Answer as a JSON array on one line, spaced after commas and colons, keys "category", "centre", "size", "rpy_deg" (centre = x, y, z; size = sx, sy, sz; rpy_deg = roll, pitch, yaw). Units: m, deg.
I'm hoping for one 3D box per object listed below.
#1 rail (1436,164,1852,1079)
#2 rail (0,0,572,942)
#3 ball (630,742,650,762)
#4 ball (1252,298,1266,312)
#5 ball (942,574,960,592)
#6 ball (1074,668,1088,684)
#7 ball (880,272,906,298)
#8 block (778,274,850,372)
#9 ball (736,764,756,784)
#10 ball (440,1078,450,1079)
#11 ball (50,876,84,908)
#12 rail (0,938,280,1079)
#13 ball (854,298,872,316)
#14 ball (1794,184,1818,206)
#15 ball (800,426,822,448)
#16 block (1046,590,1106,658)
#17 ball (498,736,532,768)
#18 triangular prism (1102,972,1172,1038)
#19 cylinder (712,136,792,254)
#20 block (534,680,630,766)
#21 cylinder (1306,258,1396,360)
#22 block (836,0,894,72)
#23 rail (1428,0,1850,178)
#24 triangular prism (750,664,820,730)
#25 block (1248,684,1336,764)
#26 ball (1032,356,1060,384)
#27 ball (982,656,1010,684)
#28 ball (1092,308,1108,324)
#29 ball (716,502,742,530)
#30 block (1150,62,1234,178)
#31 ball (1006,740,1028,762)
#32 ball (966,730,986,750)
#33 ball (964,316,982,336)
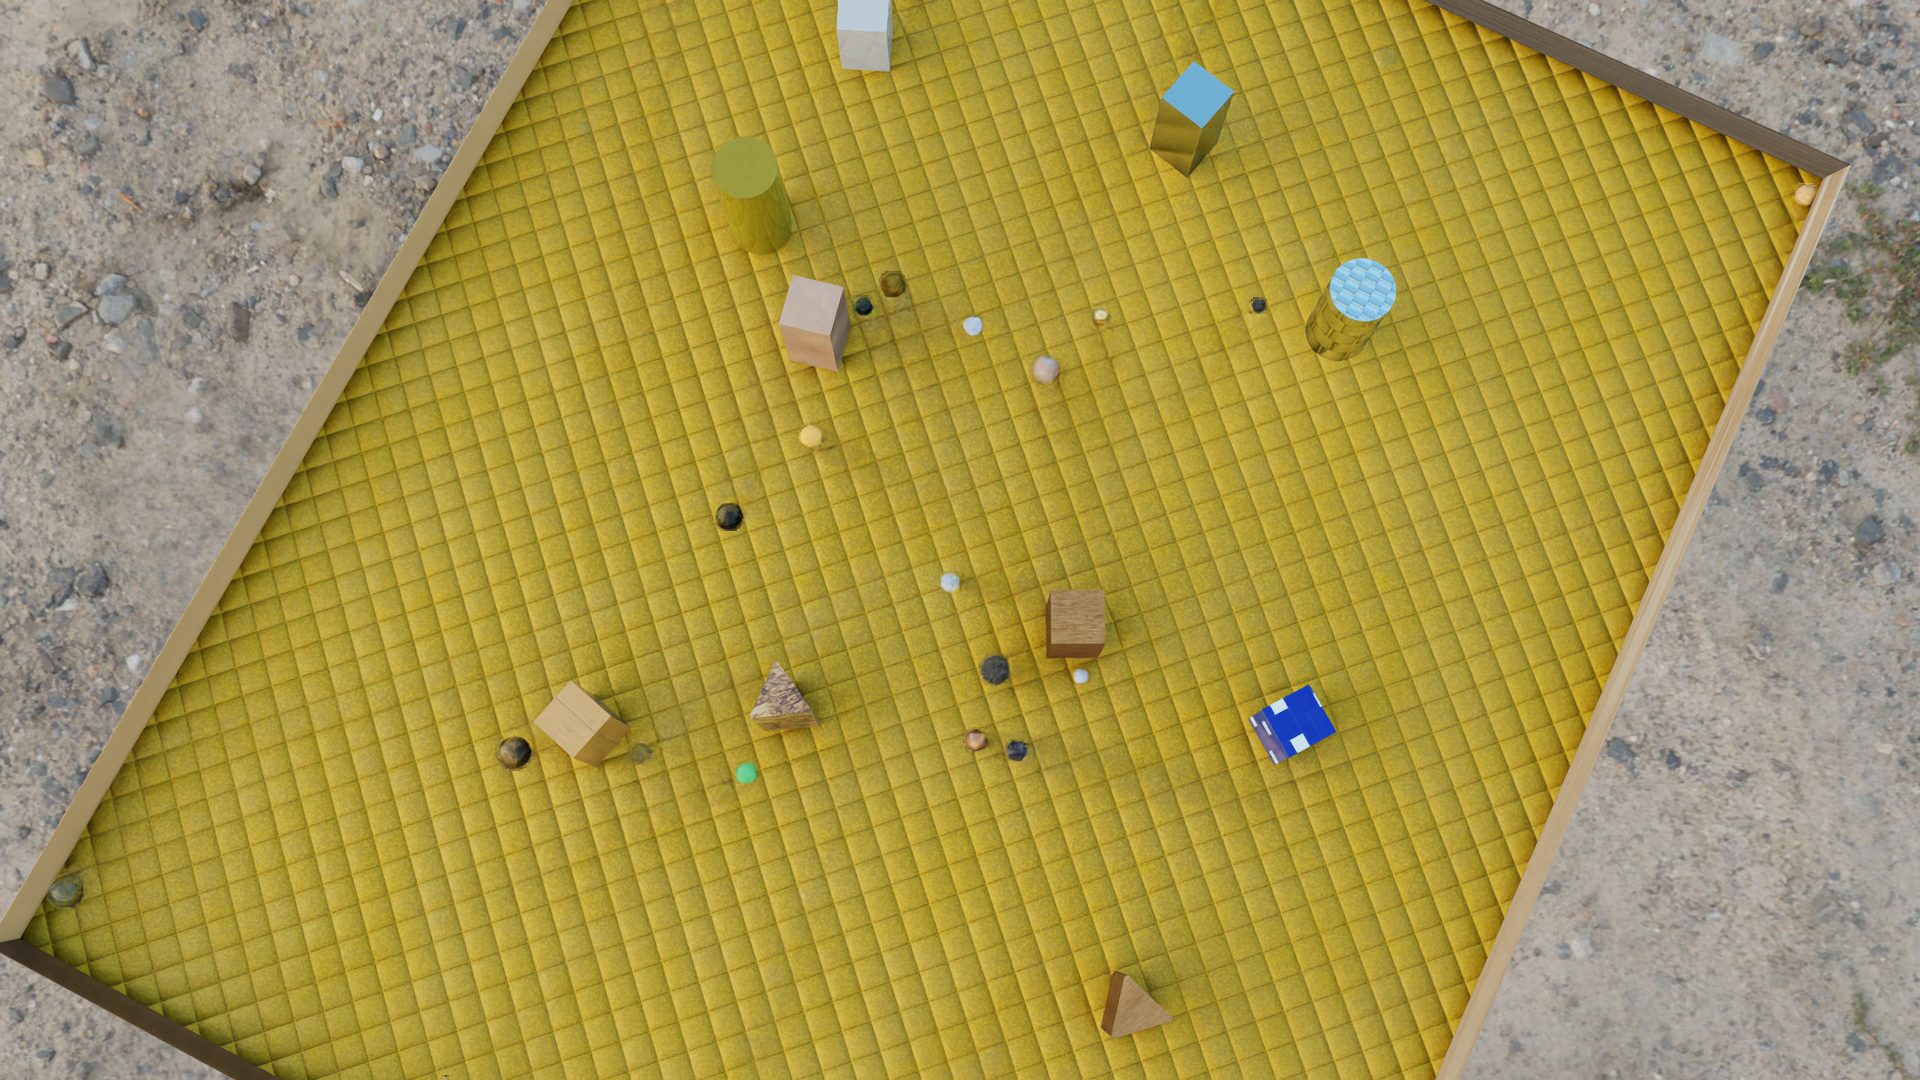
[{"category": "rail", "centre": [1.732, 0.855, 5.374], "size": [0.045, 0.126, 4.628], "rpy_deg": [26, 80, 5]}, {"category": "rail", "centre": [-1.732, -0.842, 5.725], "size": [0.045, 0.126, 4.628], "rpy_deg": [26, 80, 5]}, {"category": "ball", "centre": [-0.952, 0.633, 5.455], "size": [0.060, 0.060, 0.060], "rpy_deg": [0, 78, 0]}, {"category": "ball", "centre": [0.938, -0.735, 5.746], "size": [0.044, 0.044, 0.044], "rpy_deg": [0, 78, 0]}, {"category": "ball", "centre": [-0.028, 0.129, 5.561], "size": [0.057, 0.057, 0.057], "rpy_deg": [0, 78, 0]}, {"category": "ball", "centre": [0.363, 0.409, 5.509], "size": [0.046, 0.046, 0.046], "rpy_deg": [0, 78, 0]}, {"category": "ball", "centre": [-0.210, -0.797, 5.741], "size": [0.079, 0.079, 0.079], "rpy_deg": [0, 78, 0]}, {"category": "block", "centre": [-0.438, -0.654, 5.568], "size": [0.156, 0.361, 0.156], "rpy_deg": [14, 79, 3]}, {"category": "ball", "centre": [-0.636, 0.694, 5.441], "size": [0.062, 0.062, 0.062], "rpy_deg": [0, 78, 0]}, {"category": "ball", "centre": [-1.476, 1.584, 5.246], "size": [0.084, 0.084, 0.084], "rpy_deg": [0, 78, 0]}, {"category": "ball", "centre": [-2.612, 1.028, 5.357], "size": [0.092, 0.092, 0.092], "rpy_deg": [0, 78, 0]}, {"category": "rail", "centre": [-1.024, 2.013, 5.135], "size": [3.921, 0.126, 0.045], "rpy_deg": [26, 80, 5]}, {"category": "ball", "centre": [-0.302, -0.731, 5.739], "size": [0.057, 0.057, 0.057], "rpy_deg": [0, 78, 0]}, {"category": "ball", "centre": [2.681, -1.092, 5.809], "size": [0.066, 0.066, 0.066], "rpy_deg": [0, 78, 0]}, {"category": "ball", "centre": [-0.459, -0.320, 5.648], "size": [0.068, 0.068, 0.068], "rpy_deg": [0, 78, 0]}, {"category": "block", "centre": [0.339, 0.251, 5.413], "size": [0.156, 0.298, 0.156], "rpy_deg": [0, 78, 0]}, {"category": "ball", "centre": [-1.321, 0.630, 5.436], "size": [0.097, 0.097, 0.097], "rpy_deg": [0, 78, 0]}, {"category": "triangular prism", "centre": [0.472, 1.290, 5.153], "size": [0.168, 0.385, 0.146], "rpy_deg": [-16, 79, -3]}, {"category": "cylinder", "centre": [-0.631, -1.045, 5.596], "size": [0.194, 0.464, 0.194], "rpy_deg": [0, 78, 0]}, {"category": "block", "centre": [-1.096, 0.539, 5.336], "size": [0.156, 0.330, 0.156], "rpy_deg": [40, 81, 8]}, {"category": "cylinder", "centre": [1.182, -0.694, 5.562], "size": [0.194, 0.389, 0.194], "rpy_deg": [0, 78, 0]}, {"category": "block", "centre": [-0.300, -1.624, 5.815], "size": [0.156, 0.269, 0.156], "rpy_deg": [4, 78, 1]}, {"category": "rail", "centre": [1.024, -1.999, 5.965], "size": [3.921, 0.126, 0.045], "rpy_deg": [26, 80, 5]}, {"category": "triangular prism", "centre": [-0.510, 0.453, 5.328], "size": [0.168, 0.381, 0.146], "rpy_deg": [-6, 78, -1]}, {"category": "block", "centre": [0.971, 0.543, 5.371], "size": [0.156, 0.261, 0.156], "rpy_deg": [-28, 80, -5]}, {"category": "ball", "centre": [0.266, -0.527, 5.684], "size": [0.083, 0.083, 0.083], "rpy_deg": [0, 78, 0]}, {"category": "ball", "centre": [0.107, 0.390, 5.491], "size": [0.087, 0.087, 0.087], "rpy_deg": [0, 78, 0]}, {"category": "ball", "centre": [0.441, -0.699, 5.735], "size": [0.051, 0.051, 0.051], "rpy_deg": [0, 78, 0]}, {"category": "ball", "centre": [-0.705, -0.072, 5.588], "size": [0.084, 0.084, 0.084], "rpy_deg": [0, 78, 0]}, {"category": "block", "centre": [0.716, -1.302, 5.696], "size": [0.156, 0.373, 0.156], "rpy_deg": [39, 81, 7]}, {"category": "ball", "centre": [0.169, 0.628, 5.455], "size": [0.062, 0.062, 0.062], "rpy_deg": [0, 78, 0]}, {"category": "ball", "centre": [0.049, 0.597, 5.462], "size": [0.061, 0.061, 0.061], "rpy_deg": [0, 78, 0]}, {"category": "ball", "centre": [0.040, -0.670, 5.725], "size": [0.059, 0.059, 0.059], "rpy_deg": [0, 78, 0]}]
